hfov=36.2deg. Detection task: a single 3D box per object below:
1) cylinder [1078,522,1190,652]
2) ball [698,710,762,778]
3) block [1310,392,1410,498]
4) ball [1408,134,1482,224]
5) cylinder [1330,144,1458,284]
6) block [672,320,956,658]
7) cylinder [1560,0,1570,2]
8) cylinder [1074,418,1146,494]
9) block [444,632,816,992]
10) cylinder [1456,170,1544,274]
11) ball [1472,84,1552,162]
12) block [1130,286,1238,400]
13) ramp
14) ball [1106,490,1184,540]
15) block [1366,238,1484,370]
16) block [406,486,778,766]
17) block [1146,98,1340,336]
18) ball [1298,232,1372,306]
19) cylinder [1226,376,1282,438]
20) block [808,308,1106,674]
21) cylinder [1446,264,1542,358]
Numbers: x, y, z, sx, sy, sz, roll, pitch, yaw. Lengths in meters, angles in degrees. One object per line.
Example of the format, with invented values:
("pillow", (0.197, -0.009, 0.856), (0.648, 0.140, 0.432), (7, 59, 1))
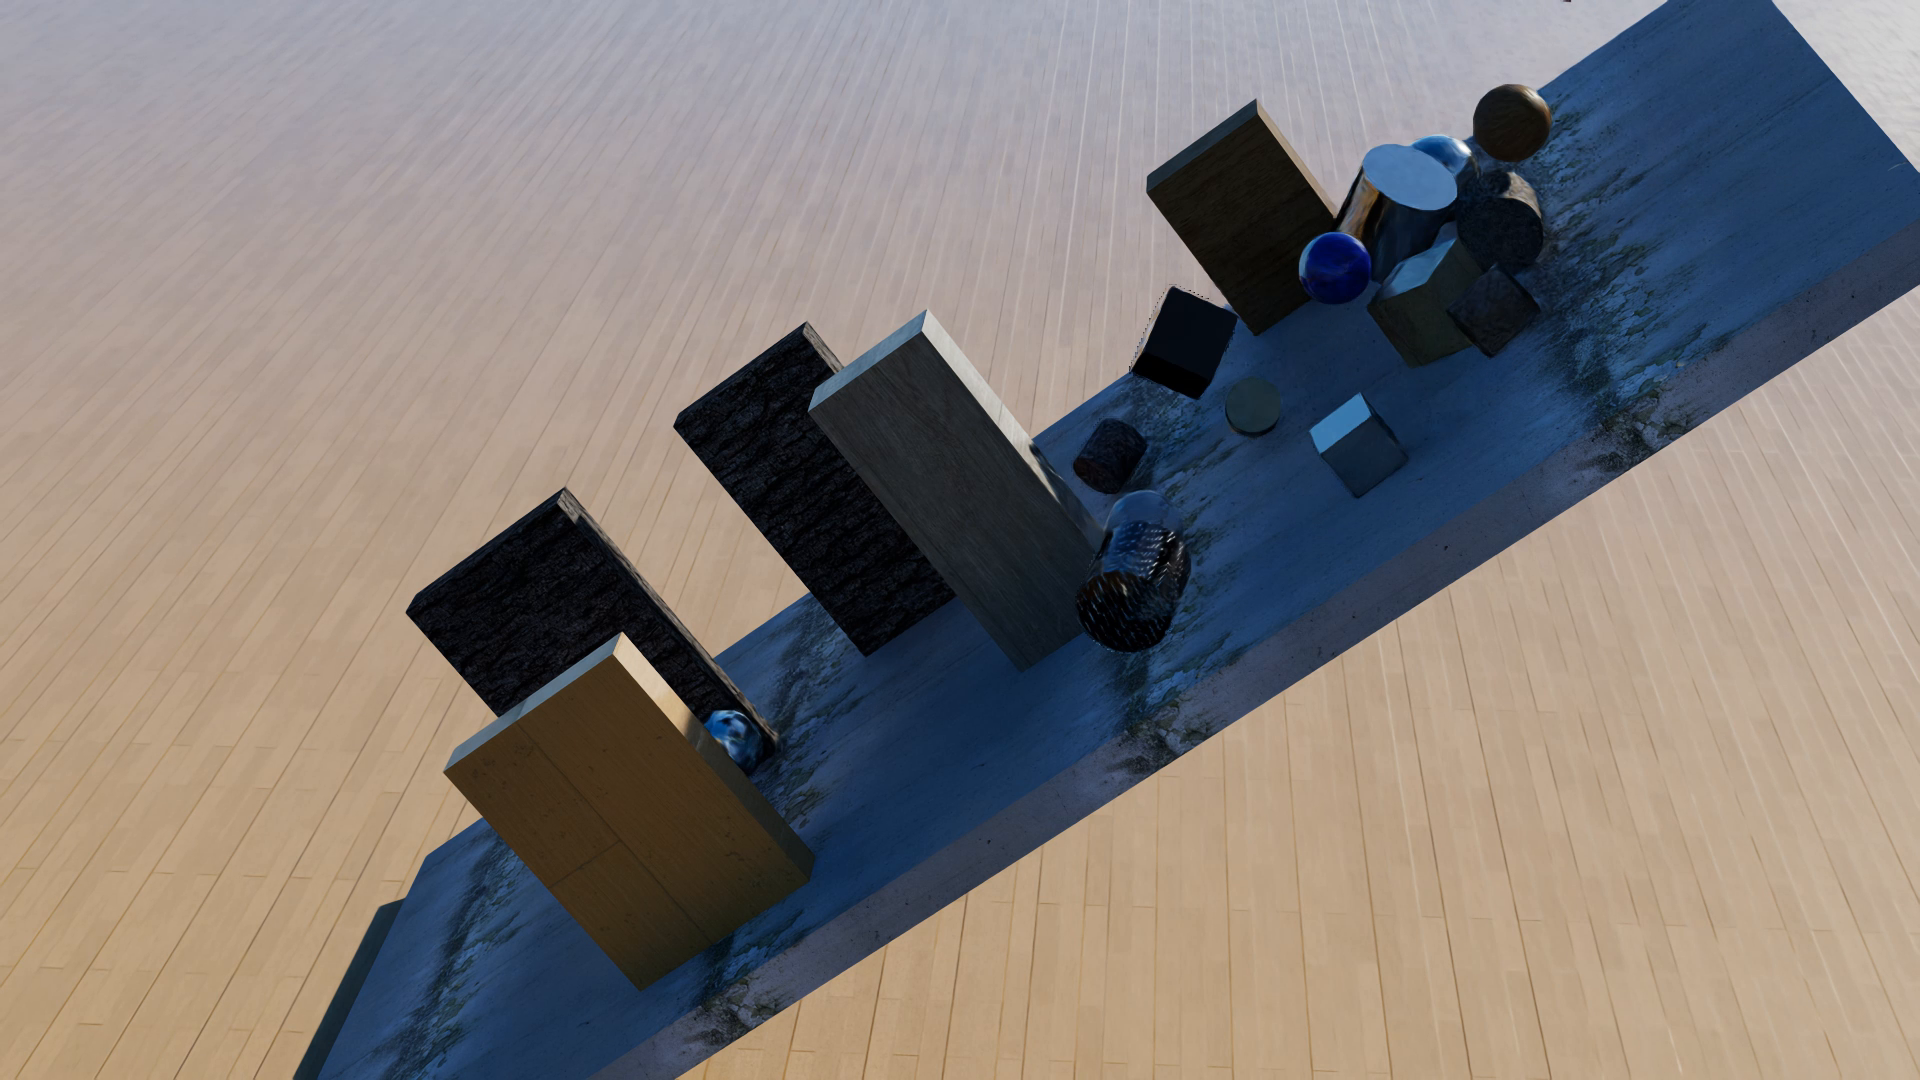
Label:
("cylinder", (0.332, 0.088, 5.589), (0.180, 0.180, 0.180), (6, 33, 15))
("ball", (-0.512, 0.451, 6.378), (0.169, 0.169, 0.169), (0, 23, 0))
("block", (0.743, -0.176, 5.482), (0.119, 0.119, 0.119), (-38, 21, 13))
("ball", (1.039, -0.785, 6.408), (0.194, 0.194, 0.194), (0, 23, 0))
("cylinder", (0.916, -0.690, 6.231), (0.210, 0.210, 0.210), (11, 44, -11))
("block", (-0.275, -0.107, 6.565), (0.368, 0.690, 0.086), (-34, 16, 17))
("cylinder", (1.221, -1.179, 5.724), (0.207, 0.207, 0.207), (20, 38, 39))
("cylinder", (0.329, -0.183, 6.448), (0.118, 0.118, 0.118), (17, 59, 34))
("block", (-0.644, 0.538, 5.760), (0.434, 0.601, 0.102), (-34, 16, 17))
("cylinder", (1.087, -0.639, 5.931), (0.167, 0.167, 0.167), (2, 25, 6))
("ball", (1.115, -0.843, 5.944), (0.156, 0.156, 0.156), (0, 23, 0))
("block", (0.466, -0.407, 6.104), (0.153, 0.153, 0.153), (24, -14, -1))
("ramp", (0.128, 0.179, 6.323), (4.000, 0.100, 2.000), (-34, 16, 17))
("ball", (0.368, -0.022, 5.868), (0.155, 0.155, 0.155), (0, 23, 0))
("block", (0.937, -0.466, 5.810), (0.159, 0.159, 0.159), (-21, 24, 48))
("block", (-0.813, 0.300, 6.540), (0.442, 0.746, 0.100), (-34, 16, 17))
("block", (0.670, -0.728, 6.659), (0.305, 0.422, 0.140), (-34, 16, 17))
("ball", (0.751, -0.544, 5.889), (0.147, 0.147, 0.147), (0, 23, 0))
("cylinder", (0.603, -0.273, 6.048), (0.114, 0.114, 0.114), (2, -3, 5))
("block", (0.029, -0.093, 5.832), (0.282, 0.690, 0.138), (-34, 16, 17))
("cylinder", (1.013, -0.436, 5.589), (0.128, 0.128, 0.128), (-43, 27, 4))
